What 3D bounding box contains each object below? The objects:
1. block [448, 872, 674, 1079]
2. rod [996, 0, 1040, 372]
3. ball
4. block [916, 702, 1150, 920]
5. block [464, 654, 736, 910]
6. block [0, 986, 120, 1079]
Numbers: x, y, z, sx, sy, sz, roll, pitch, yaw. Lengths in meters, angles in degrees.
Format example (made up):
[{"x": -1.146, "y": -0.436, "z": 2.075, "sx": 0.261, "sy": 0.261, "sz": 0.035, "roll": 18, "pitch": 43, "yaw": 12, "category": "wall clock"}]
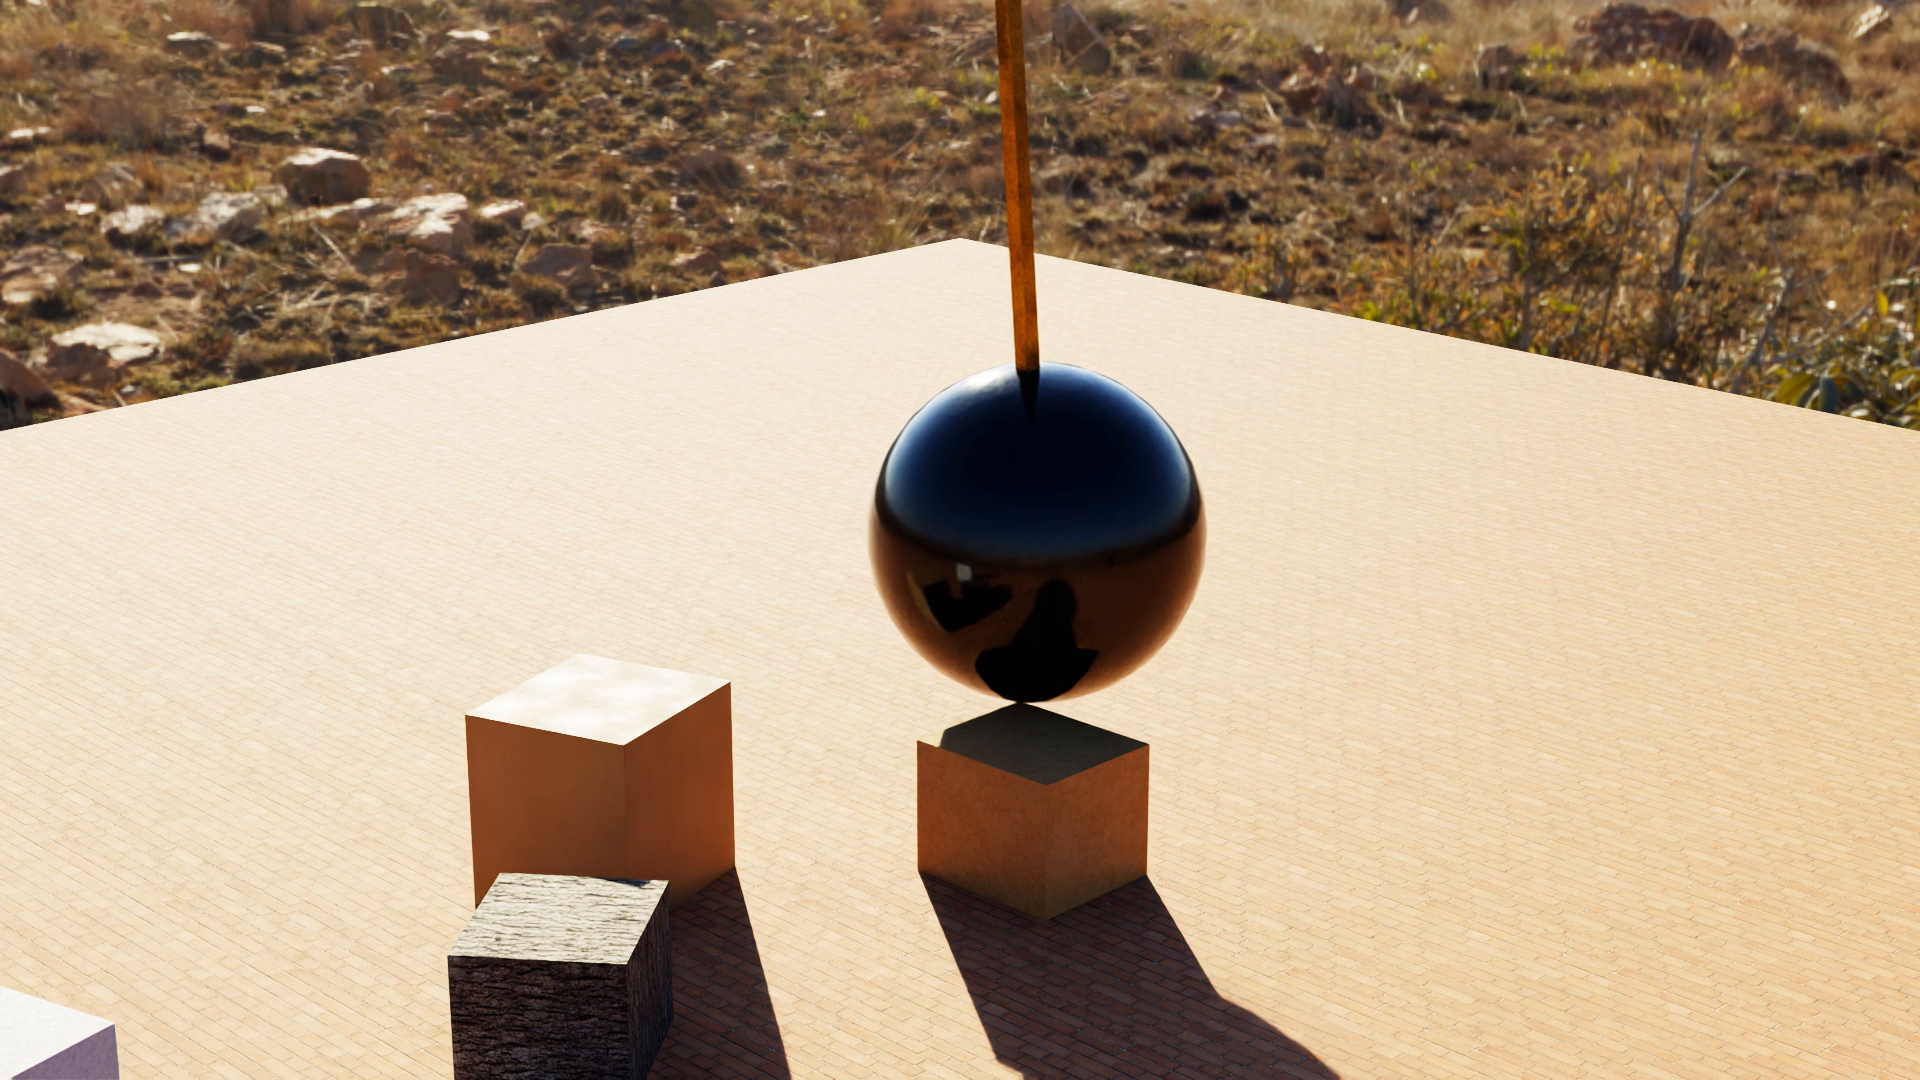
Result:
[{"x": -1.571, "y": 1.781, "z": 11.642, "sx": 0.699, "sy": 0.621, "sz": 0.778, "roll": 2, "pitch": 18, "yaw": 6, "category": "block"}, {"x": 0.156, "y": -3.207, "z": 12.497, "sx": 0.080, "sy": 5.200, "sz": 0.080, "roll": 17, "pitch": 29, "yaw": 42, "category": "rod"}, {"x": 0.359, "y": -0.036, "z": 13.707, "sx": 1.600, "sy": 1.600, "sz": 1.600, "roll": 0, "pitch": 17, "yaw": 0, "category": "ball"}, {"x": 0.331, "y": 1.221, "z": 13.388, "sx": 0.799, "sy": 0.642, "sz": 0.692, "roll": 16, "pitch": 24, "yaw": 41, "category": "block"}, {"x": -1.607, "y": 1.135, "z": 13.219, "sx": 0.826, "sy": 0.908, "sz": 0.890, "roll": 9, "pitch": 19, "yaw": 25, "category": "block"}, {"x": -3.542, "y": 2.114, "z": 10.287, "sx": 0.856, "sy": 0.797, "sz": 0.810, "roll": 10, "pitch": 20, "yaw": 29, "category": "block"}]
